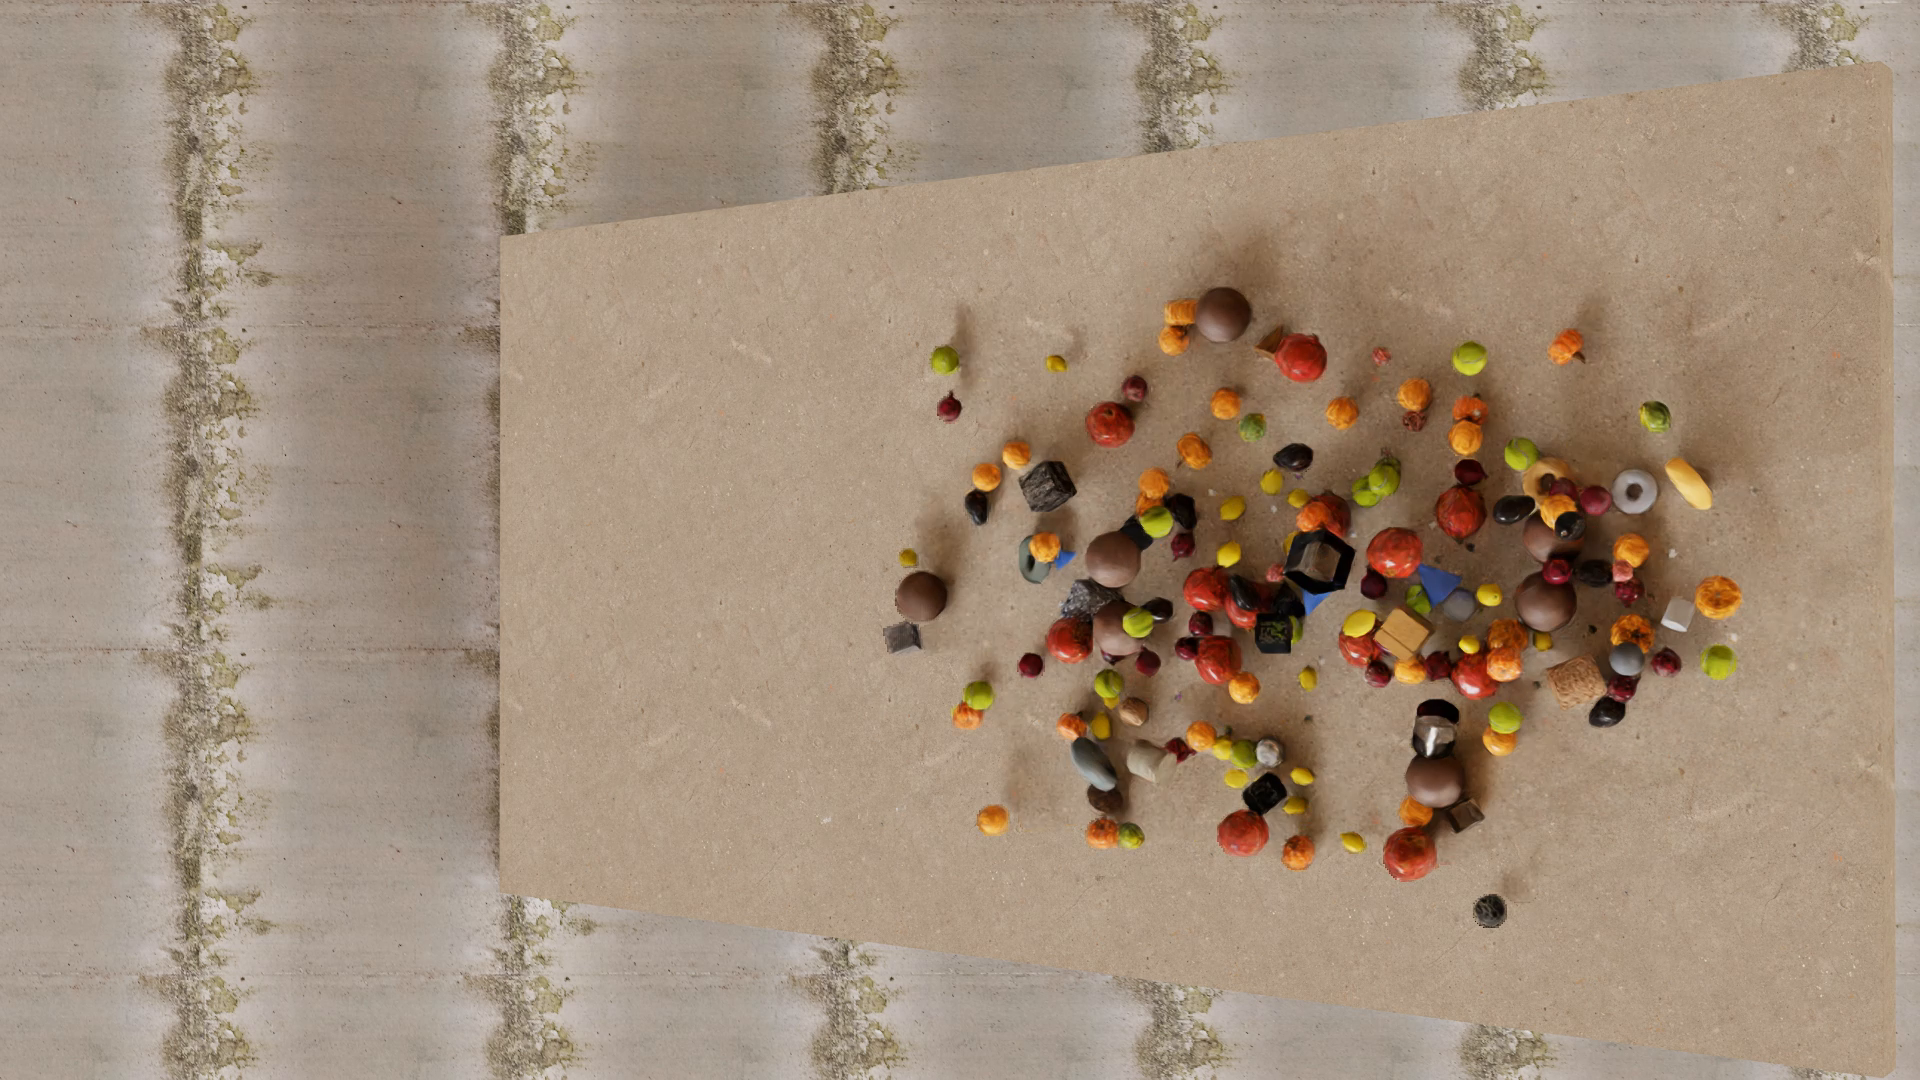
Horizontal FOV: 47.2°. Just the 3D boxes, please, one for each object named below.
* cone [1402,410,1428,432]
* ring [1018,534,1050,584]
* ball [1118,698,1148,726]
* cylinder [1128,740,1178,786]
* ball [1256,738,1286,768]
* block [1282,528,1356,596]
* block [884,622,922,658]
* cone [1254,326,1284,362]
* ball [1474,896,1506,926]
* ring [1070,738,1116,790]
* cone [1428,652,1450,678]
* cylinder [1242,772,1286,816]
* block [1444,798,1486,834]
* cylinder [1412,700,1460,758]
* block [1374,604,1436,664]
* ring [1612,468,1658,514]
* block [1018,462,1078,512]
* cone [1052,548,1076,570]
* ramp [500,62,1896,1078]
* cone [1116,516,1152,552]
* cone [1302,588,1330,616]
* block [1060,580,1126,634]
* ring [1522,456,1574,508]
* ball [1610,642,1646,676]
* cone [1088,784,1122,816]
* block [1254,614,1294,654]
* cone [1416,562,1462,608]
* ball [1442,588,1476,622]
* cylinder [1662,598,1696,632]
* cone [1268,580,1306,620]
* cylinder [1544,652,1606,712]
[{"bbox_3d":[1.007,-0.253,4.869,0.054,0.054,0.054,5,119,10],"label":"cone"},{"bbox_3d":[0.186,0.048,5.483,0.041,0.122,0.122,-4,90,-28],"label":"ring"},{"bbox_3d":[0.418,0.415,5.310,0.069,0.069,0.069,0,90,0],"label":"ball"},{"bbox_3d":[0.435,0.502,4.963,0.081,0.081,0.081,22,90,37],"label":"cylinder"},{"bbox_3d":[0.718,0.491,5.083,0.068,0.068,0.068,0,90,0],"label":"ball"},{"bbox_3d":[0.791,0.049,4.840,0.098,0.098,0.098,33,64,-25],"label":"block"},{"bbox_3d":[-0.146,0.259,5.691,0.066,0.066,0.066,-20,72,14],"label":"block"},{"bbox_3d":[0.731,-0.464,5.094,0.079,0.079,0.079,24,87,0],"label":"cone"},{"bbox_3d":[1.149,0.803,4.769,0.064,0.064,0.064,0,90,0],"label":"ball"},{"bbox_3d":[0.325,0.544,5.336,0.050,0.149,0.149,-39,90,12],"label":"ring"},{"bbox_3d":[1.065,0.283,4.835,0.054,0.054,0.054,-28,69,0],"label":"cone"},{"bbox_3d":[0.705,0.588,5.094,0.072,0.072,0.072,47,117,0],"label":"cylinder"},{"bbox_3d":[1.104,0.602,4.810,0.053,0.053,0.053,-39,68,30],"label":"block"},{"bbox_3d":[1.032,0.410,4.774,0.091,0.091,0.091,0,129,0],"label":"cylinder"},{"bbox_3d":[0.963,0.201,4.753,0.087,0.087,0.087,39,107,17],"label":"block"},{"bbox_3d":[1.412,-0.102,4.601,0.097,0.032,0.097,-1,88,36],"label":"ring"},{"bbox_3d":[0.216,-0.133,5.451,0.089,0.089,0.089,-36,69,31],"label":"block"},{"bbox_3d":[0.265,0.041,5.453,0.057,0.057,0.057,-16,90,8],"label":"cone"},{"bbox_3d":[0.234,0.066,5.554,4.000,0.100,2.000,0,89,37],"label":"ramp"},{"bbox_3d":[0.417,-0.032,5.288,0.090,0.090,0.090,1,129,1],"label":"cone"},{"bbox_3d":[0.796,0.141,4.986,0.071,0.071,0.071,21,72,0],"label":"cone"},{"bbox_3d":[0.324,0.163,5.365,0.096,0.096,0.096,34,109,32],"label":"block"},{"bbox_3d":[1.260,-0.123,4.710,0.114,0.038,0.114,0,90,35],"label":"ring"},{"bbox_3d":[1.374,0.245,4.525,0.070,0.070,0.070,0,90,0],"label":"ball"},{"bbox_3d":[0.340,0.652,5.384,0.091,0.091,0.091,10,50,-12],"label":"cone"},{"bbox_3d":[0.705,0.210,4.939,0.066,0.066,0.066,-2,59,24],"label":"block"},{"bbox_3d":[1.020,0.081,4.757,0.096,0.096,0.096,-45,84,0],"label":"cone"},{"bbox_3d":[1.092,0.142,4.810,0.074,0.074,0.074,0,90,0],"label":"ball"},{"bbox_3d":[1.476,0.153,4.516,0.053,0.053,0.053,26,79,0],"label":"cylinder"},{"bbox_3d":[0.752,0.128,5.083,0.087,0.087,0.087,1,57,0],"label":"cone"},{"bbox_3d":[1.294,0.298,4.624,0.095,0.095,0.095,-23,90,5],"label":"cylinder"}]
